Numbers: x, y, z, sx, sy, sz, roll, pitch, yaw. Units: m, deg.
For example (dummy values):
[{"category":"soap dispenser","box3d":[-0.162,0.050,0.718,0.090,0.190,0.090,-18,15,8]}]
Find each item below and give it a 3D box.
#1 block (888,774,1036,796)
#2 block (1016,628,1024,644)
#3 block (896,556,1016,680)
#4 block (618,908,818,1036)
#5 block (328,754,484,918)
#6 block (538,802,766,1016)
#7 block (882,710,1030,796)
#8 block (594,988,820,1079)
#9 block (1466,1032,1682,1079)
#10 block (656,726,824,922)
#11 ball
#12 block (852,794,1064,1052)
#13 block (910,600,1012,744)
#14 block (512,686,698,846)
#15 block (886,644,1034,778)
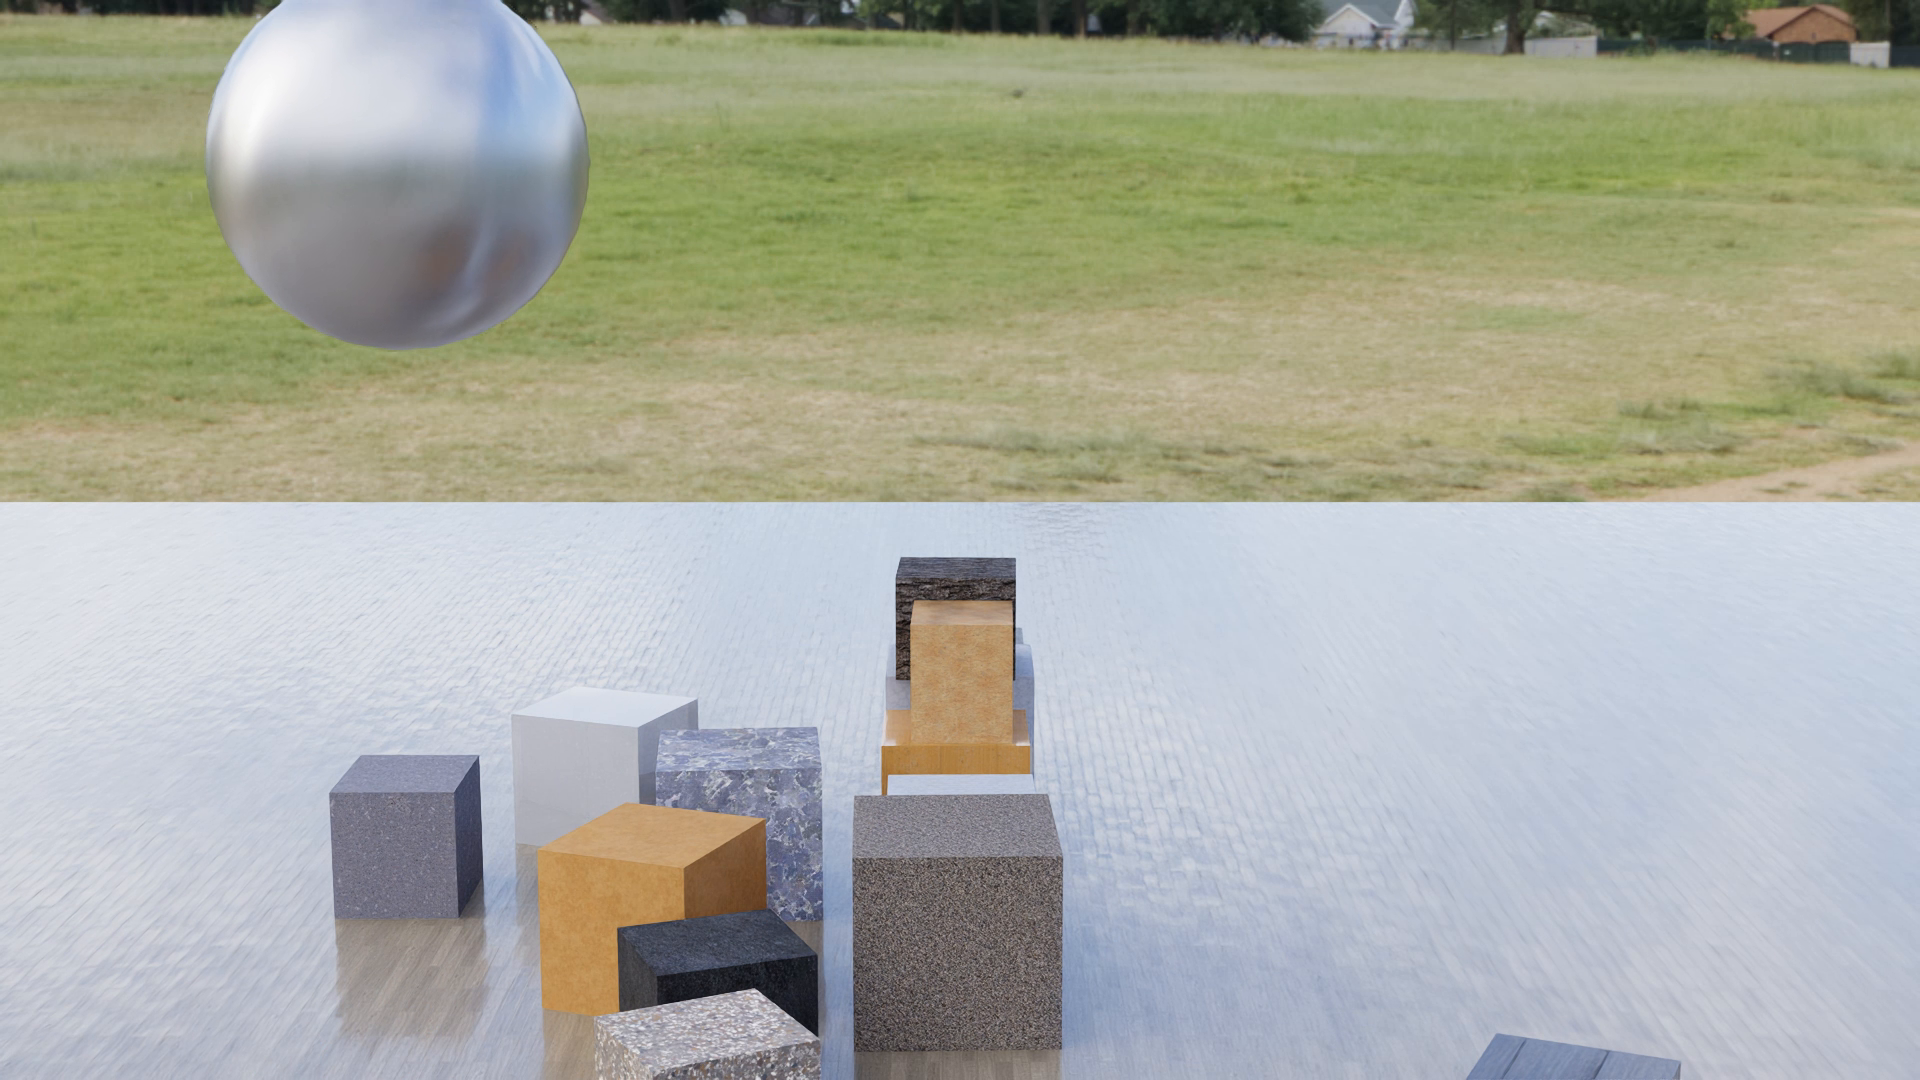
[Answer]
[{"category":"block","box3d":[0.006,1.343,10.420,0.600,0.629,0.639,0,10,-1]},{"category":"block","box3d":[0.004,0.840,13.133,0.640,0.648,0.713,0,10,0]},{"category":"block","box3d":[-0.014,0.368,12.161,0.557,0.485,0.521,0,10,1]},{"category":"block","box3d":[-0.851,1.656,8.985,0.567,0.527,0.535,-4,11,-21]},{"category":"block","box3d":[-2.374,1.270,11.045,0.520,0.550,0.601,0,10,0]},{"category":"block","box3d":[-1.176,1.437,9.909,0.619,0.628,0.685,4,11,21]},{"category":"block","box3d":[-0.021,1.131,11.776,0.661,0.561,0.658,0,10,0]},{"category":"block","box3d":[-0.814,1.805,8.264,0.567,0.491,0.523,-5,12,-27]},{"category":"block","box3d":[1.767,1.879,7.517,0.550,0.614,0.605,5,11,24]},{"category":"block","box3d":[-0.945,1.216,11.027,0.687,0.661,0.688,-1,10,-5]},{"category":"ball","box3d":[-2.378,-1.607,10.888,1.600,1.600,1.600,0,10,0]},{"category":"block","box3d":[-0.021,1.426,9.674,0.758,0.733,0.815,0,10,-2]},{"category":"block","box3d":[0.011,0.593,11.660,0.454,0.539,0.534,0,10,1]},{"category":"block","box3d":[-1.644,1.072,11.954,0.656,0.614,0.584,4,11,21]},{"category":"block","box3d":[0.000,0.932,12.426,0.699,0.720,0.691,0,10,0]}]
